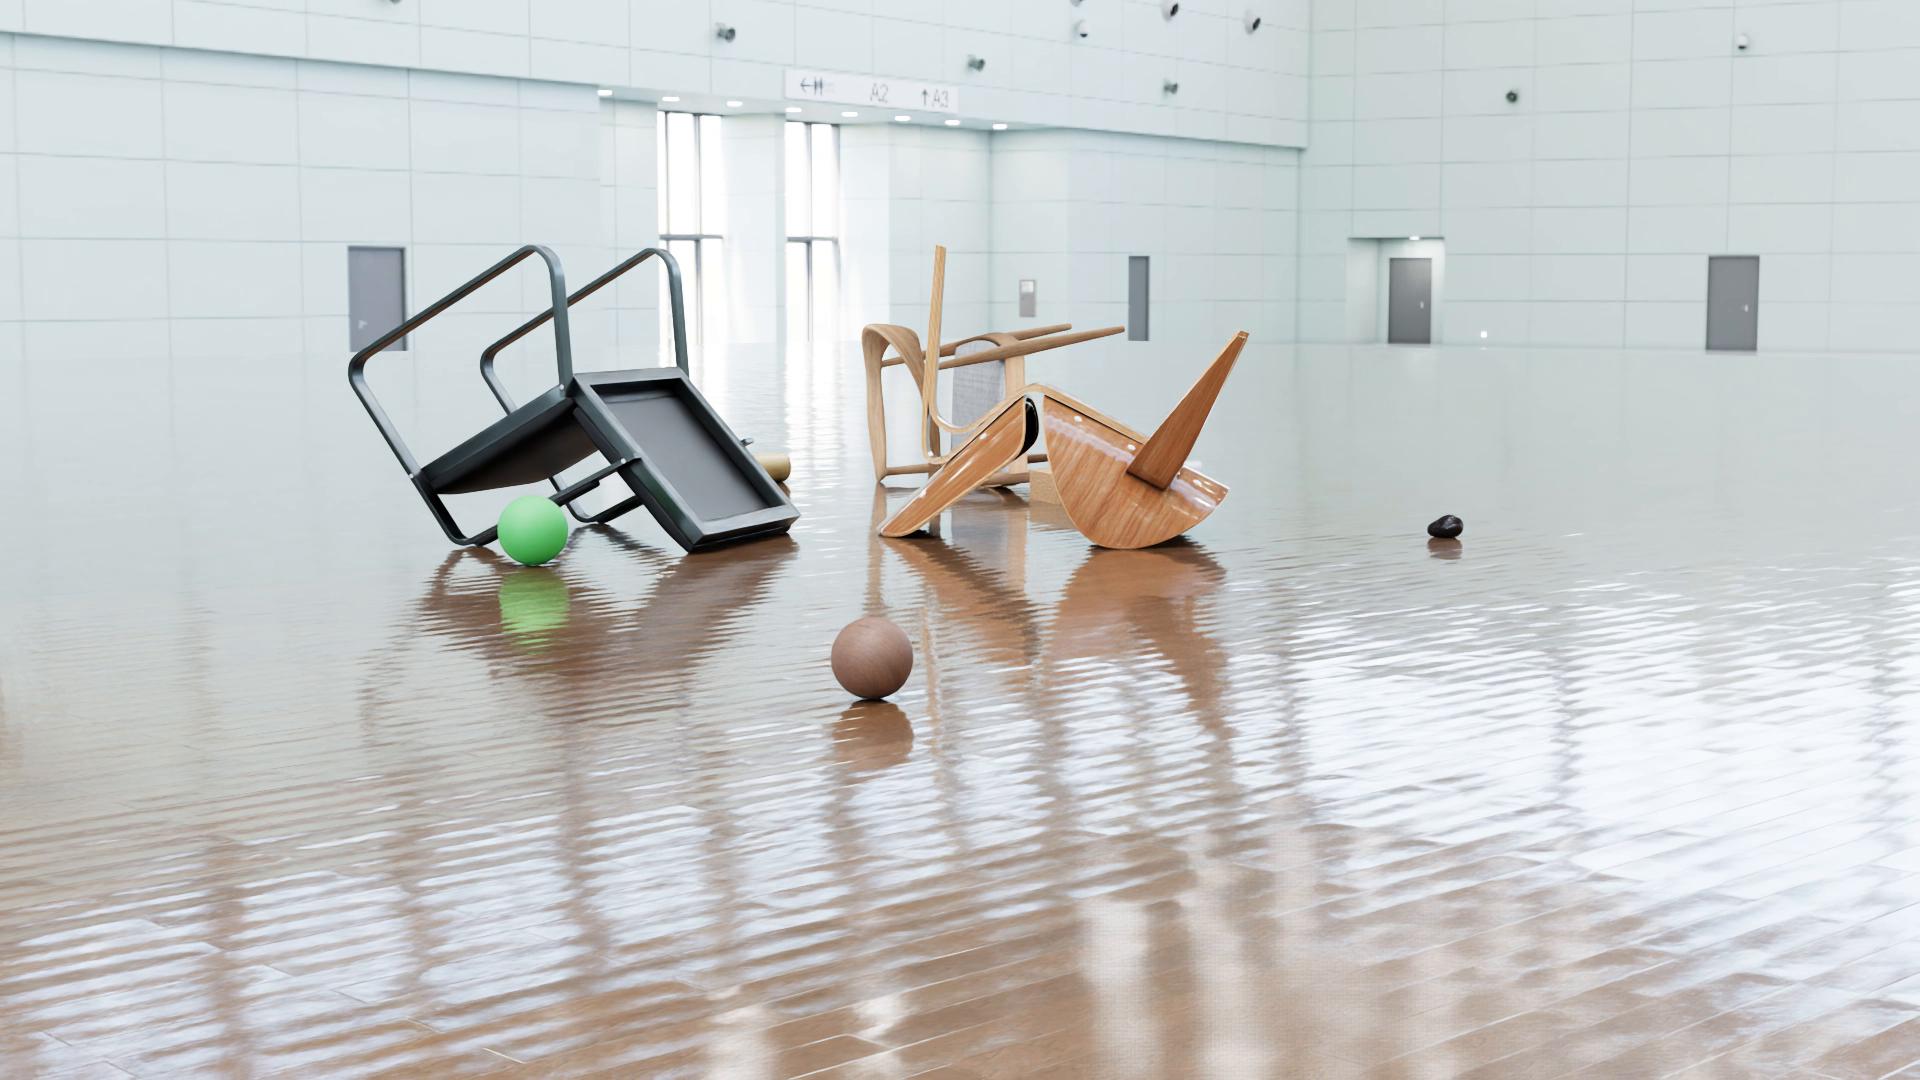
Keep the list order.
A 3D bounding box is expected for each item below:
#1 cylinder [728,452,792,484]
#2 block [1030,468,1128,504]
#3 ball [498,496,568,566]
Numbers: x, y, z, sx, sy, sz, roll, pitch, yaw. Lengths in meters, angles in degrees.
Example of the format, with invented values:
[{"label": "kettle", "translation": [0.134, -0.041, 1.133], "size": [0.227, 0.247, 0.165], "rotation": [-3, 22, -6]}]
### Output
[{"label": "cylinder", "translation": [-0.638, -0.228, 8.169], "size": [0.175, 0.093, 0.104], "rotation": [-5, -8, -41]}, {"label": "block", "translation": [0.347, -0.159, 7.550], "size": [0.220, 0.084, 0.229], "rotation": [-2, 6, -17]}, {"label": "ball", "translation": [-0.974, -0.022, 5.849], "size": [0.160, 0.160, 0.160], "rotation": [0, 6, 0]}]
